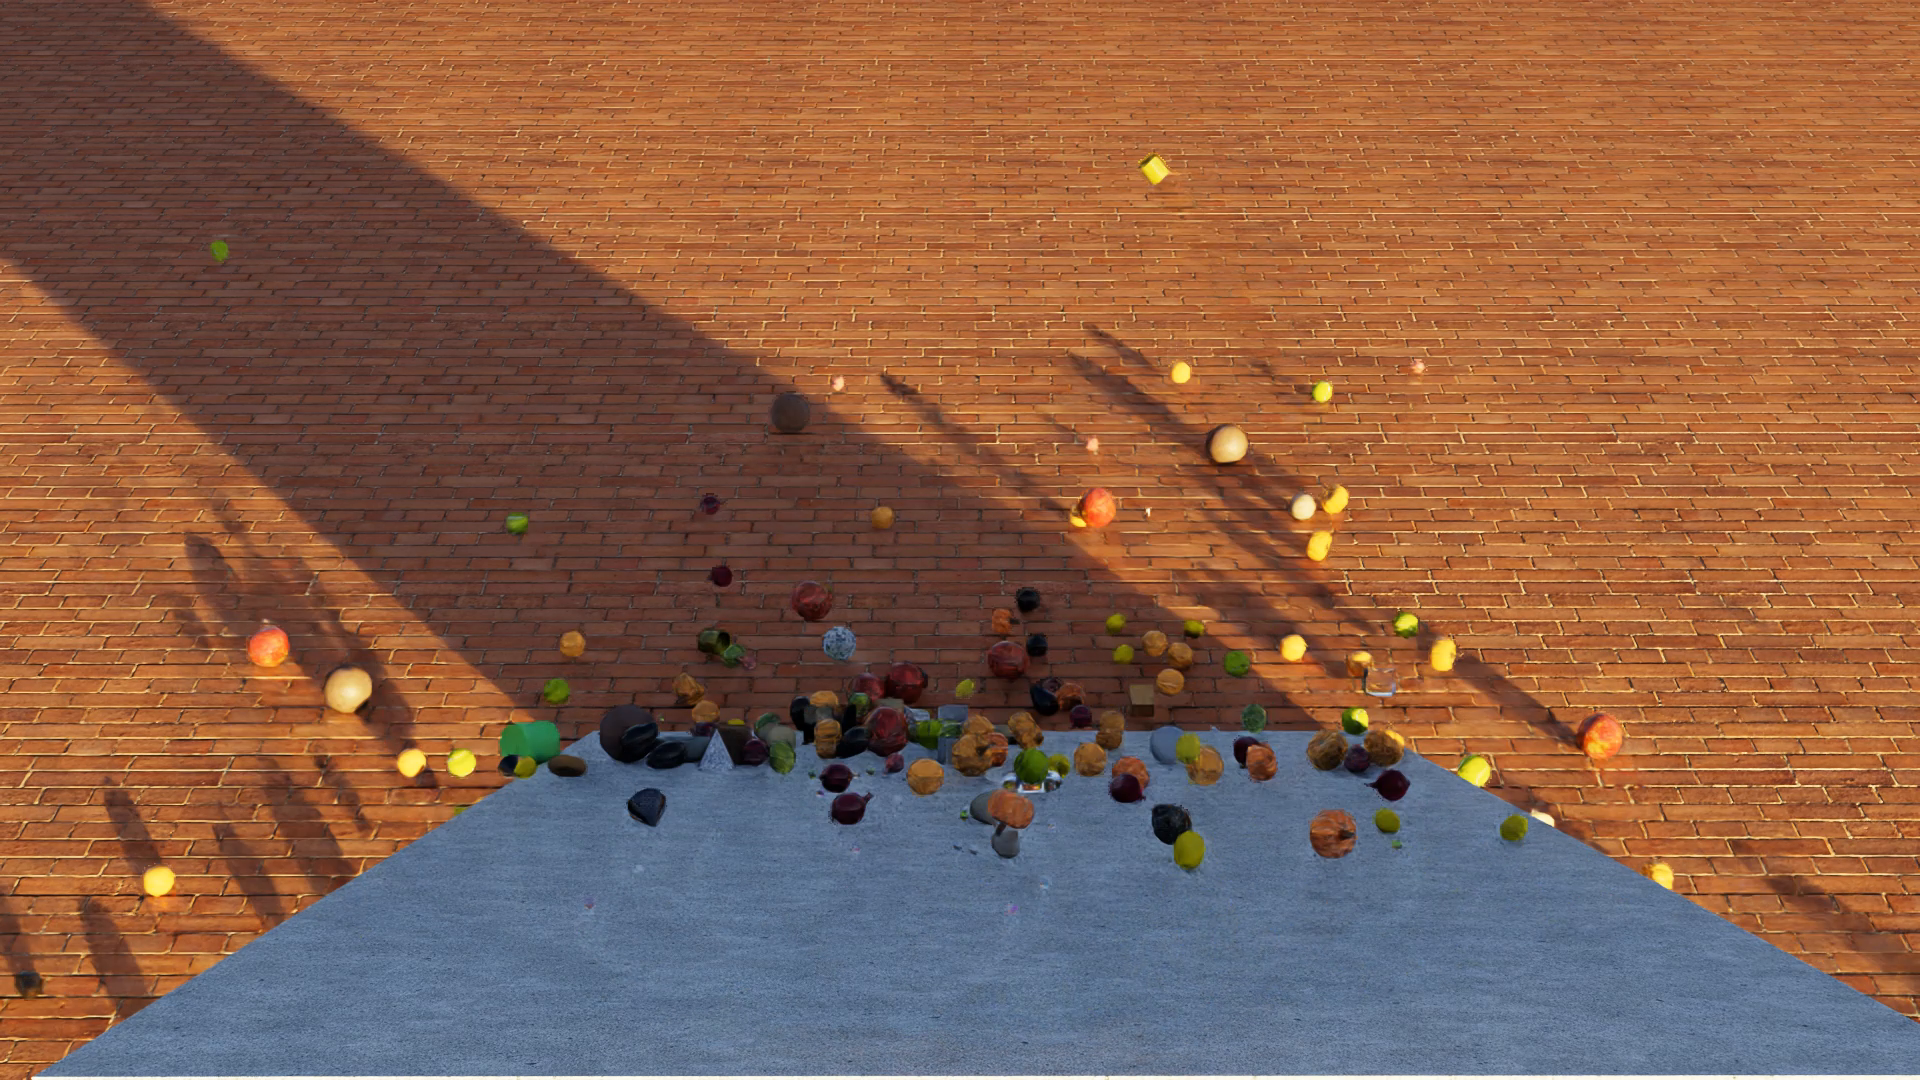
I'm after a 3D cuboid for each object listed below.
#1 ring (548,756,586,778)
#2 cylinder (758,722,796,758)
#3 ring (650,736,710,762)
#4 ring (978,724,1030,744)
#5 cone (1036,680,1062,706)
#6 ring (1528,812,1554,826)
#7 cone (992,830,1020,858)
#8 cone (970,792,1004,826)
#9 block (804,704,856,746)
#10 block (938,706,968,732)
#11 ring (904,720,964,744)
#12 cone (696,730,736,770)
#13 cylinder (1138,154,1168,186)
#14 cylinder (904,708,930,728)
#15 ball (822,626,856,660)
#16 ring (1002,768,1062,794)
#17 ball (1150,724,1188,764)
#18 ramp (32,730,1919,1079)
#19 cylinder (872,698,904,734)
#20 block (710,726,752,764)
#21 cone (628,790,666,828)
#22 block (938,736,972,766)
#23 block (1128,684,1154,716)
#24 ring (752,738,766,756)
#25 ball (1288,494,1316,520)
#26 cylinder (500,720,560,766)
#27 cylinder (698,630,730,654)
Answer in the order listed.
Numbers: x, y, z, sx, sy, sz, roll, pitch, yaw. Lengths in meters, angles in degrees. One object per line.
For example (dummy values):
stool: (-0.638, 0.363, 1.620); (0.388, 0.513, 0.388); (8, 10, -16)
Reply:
ring: (-0.833, 0.480, 5.473); (0.080, 0.080, 0.027); (2, 62, 3)
cylinder: (-0.415, 0.452, 5.846); (0.072, 0.072, 0.072); (-11, 5, -20)
ring: (-0.629, 0.475, 5.866); (0.147, 0.049, 0.147); (-1, 2, 0)
ring: (0.106, 0.472, 6.284); (0.130, 0.043, 0.130); (-1, -1, 0)
cone: (0.241, 0.418, 6.894); (0.068, 0.068, 0.068); (-3, 55, -6)
ring: (1.292, 0.646, 5.834); (0.101, 0.101, 0.034); (0, 56, -1)
cone: (0.084, 0.485, 4.210); (0.051, 0.051, 0.051); (13, 53, -18)
cone: (0.057, 0.499, 4.661); (0.065, 0.065, 0.065); (-7, 29, -14)
block: (-0.315, 0.447, 6.262); (0.092, 0.092, 0.092); (0, 1, 32)
block: (-0.017, 0.456, 6.589); (0.065, 0.065, 0.065); (0, 1, 8)
ring: (-0.066, 0.468, 6.322); (0.148, 0.049, 0.148); (-1, 1, 0)
cone: (-0.534, 0.457, 5.665); (0.088, 0.088, 0.088); (0, 1, 0)
cylinder: (0.748, -1.430, 9.973); (0.085, 0.085, 0.085); (-37, 17, 13)
cylinder: (-0.117, 0.454, 6.499); (0.062, 0.062, 0.062); (12, 13, -46)
ball: (-0.271, 0.233, 5.807); (0.076, 0.076, 0.076); (0, 28, 0)
ring: (0.144, 0.487, 5.219); (0.123, 0.041, 0.123); (-1, 0, 0)
ball: (0.466, 0.456, 5.759); (0.087, 0.087, 0.087); (0, 28, 0)
ramp: (0.063, 0.565, 4.604); (2.000, 0.100, 4.000); (0, 1, 0)
cylinder: (-0.180, 0.441, 6.462); (0.079, 0.079, 0.079); (-2, -14, -1)
block: (-0.514, 0.459, 5.787); (0.081, 0.081, 0.081); (0, 1, -13)
cone: (-0.558, 0.498, 4.656); (0.072, 0.072, 0.072); (-7, 29, -14)
block: (-0.012, 0.470, 5.772); (0.059, 0.059, 0.059); (0, 1, -19)
block: (0.480, 0.425, 6.827); (0.060, 0.060, 0.060); (-2, 54, -1)
ring: (-0.494, 0.479, 5.994); (0.109, 0.036, 0.109); (1, 1, 0)
ball: (1.036, -0.101, 7.824); (0.081, 0.081, 0.081); (0, 28, 0)
cylinder: (-0.956, 0.453, 5.754); (0.095, 0.095, 0.095); (26, 18, 39)
cylinder: (-0.674, 0.280, 7.089); (0.064, 0.064, 0.064); (6, 27, 33)
